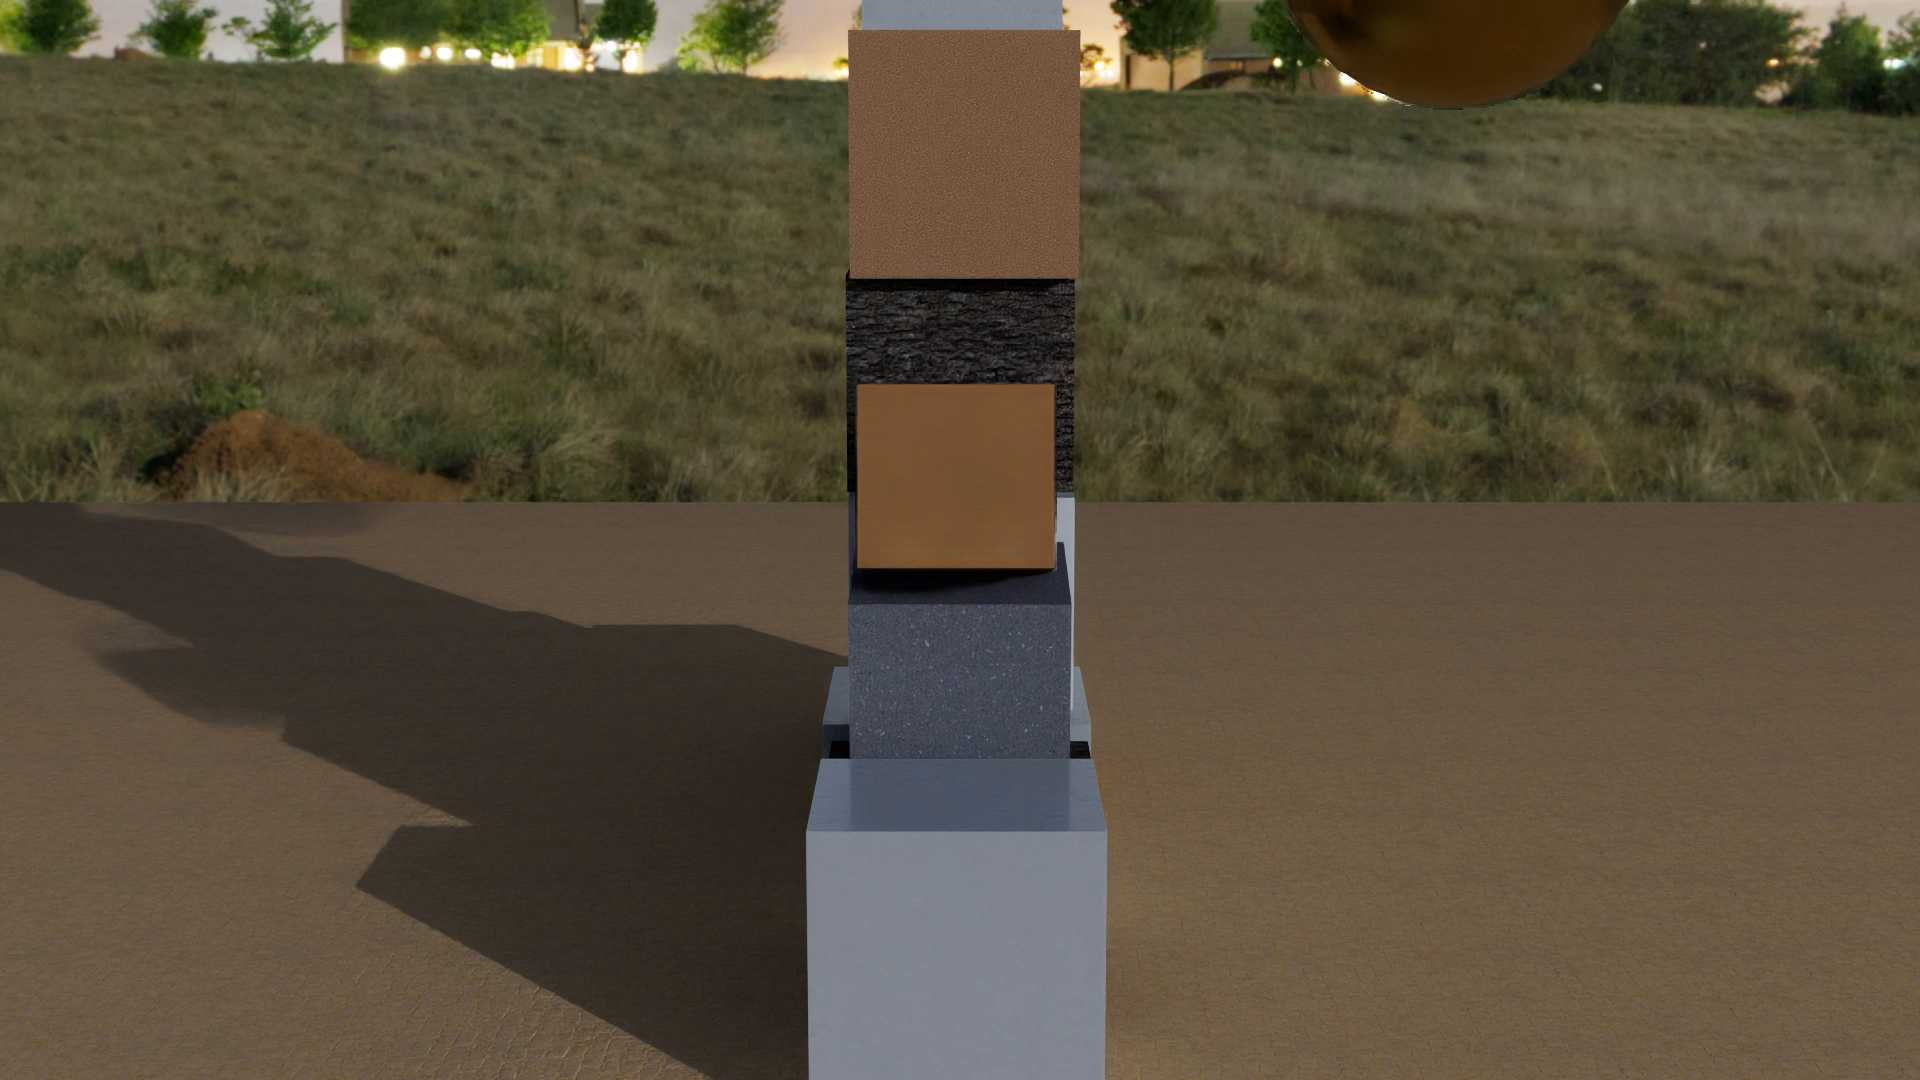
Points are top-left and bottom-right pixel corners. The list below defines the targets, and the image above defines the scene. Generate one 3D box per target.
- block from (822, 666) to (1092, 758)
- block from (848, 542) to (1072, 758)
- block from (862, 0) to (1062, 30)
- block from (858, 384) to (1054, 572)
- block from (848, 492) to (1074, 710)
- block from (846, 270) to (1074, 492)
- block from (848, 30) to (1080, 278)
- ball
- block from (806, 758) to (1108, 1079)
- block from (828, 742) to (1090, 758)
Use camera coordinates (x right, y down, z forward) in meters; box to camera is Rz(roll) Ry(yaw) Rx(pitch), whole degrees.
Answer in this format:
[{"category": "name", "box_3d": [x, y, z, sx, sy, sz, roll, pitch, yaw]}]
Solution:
[{"category": "block", "box_3d": [-0.013, 1.109, 10.845, 1.076, 0.939, 1.016, 0, 10, 0]}, {"category": "block", "box_3d": [0.000, 0.457, 9.984, 0.829, 0.698, 0.791, 0, 17, 0]}, {"category": "block", "box_3d": [0.009, -2.488, 10.735, 0.813, 0.721, 0.807, 0, 9, 0]}, {"category": "block", "box_3d": [-0.015, -0.214, 9.498, 0.699, 0.653, 0.788, 0, -2, 0]}, {"category": "block", "box_3d": [0.006, 0.188, 10.824, 0.911, 0.881, 0.849, 0, 10, 0]}, {"category": "block", "box_3d": [0.001, -0.714, 10.857, 0.922, 0.882, 0.952, 0, 10, 0]}, {"category": "block", "box_3d": [0.017, -1.583, 10.472, 0.906, 0.965, 0.823, 0, 10, 0]}, {"category": "ball", "box_3d": [2.074, -2.612, 10.705, 1.600, 1.600, 1.600, 0, 10, 0]}, {"category": "block", "box_3d": [-0.011, 1.392, 8.986, 0.992, 1.045, 0.912, 0, 10, 0]}, {"category": "block", "box_3d": [-0.001, 1.314, 9.901, 1.024, 0.873, 0.895, 0, 10, 0]}]
